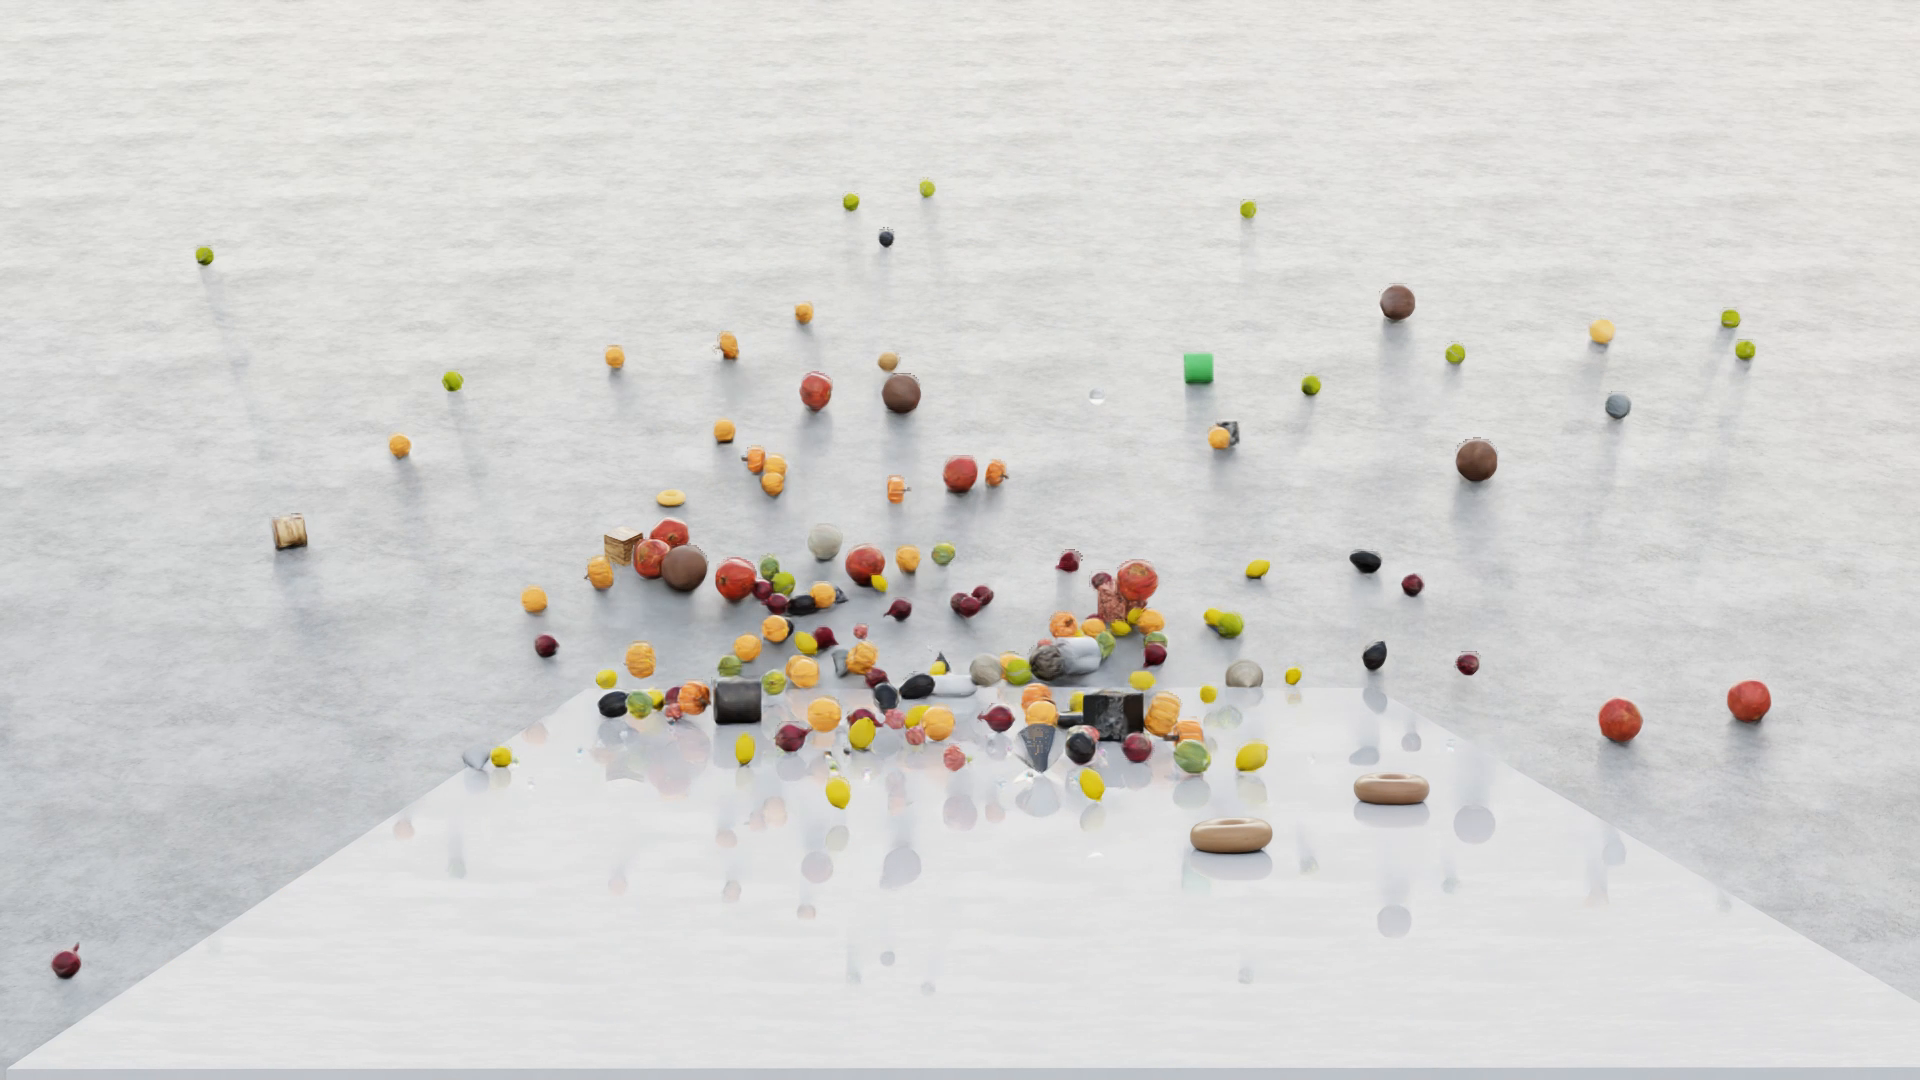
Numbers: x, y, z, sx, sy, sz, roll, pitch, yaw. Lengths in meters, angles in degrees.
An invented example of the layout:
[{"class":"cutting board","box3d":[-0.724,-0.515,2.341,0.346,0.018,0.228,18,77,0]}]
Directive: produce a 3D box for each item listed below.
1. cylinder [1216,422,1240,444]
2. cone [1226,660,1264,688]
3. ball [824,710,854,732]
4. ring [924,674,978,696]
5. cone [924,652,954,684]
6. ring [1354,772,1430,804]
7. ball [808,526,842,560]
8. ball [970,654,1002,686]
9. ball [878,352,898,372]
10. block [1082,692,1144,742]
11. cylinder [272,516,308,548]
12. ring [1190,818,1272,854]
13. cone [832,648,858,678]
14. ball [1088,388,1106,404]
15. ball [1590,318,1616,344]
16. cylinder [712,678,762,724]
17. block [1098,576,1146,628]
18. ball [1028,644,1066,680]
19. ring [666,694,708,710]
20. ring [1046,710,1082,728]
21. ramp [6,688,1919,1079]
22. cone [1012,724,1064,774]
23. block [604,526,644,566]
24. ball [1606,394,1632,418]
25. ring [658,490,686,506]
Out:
[{"class":"cylinder","box3d":[0.859,-0.344,8.273,0.072,0.072,0.072,-2,5,0]},{"class":"cone","box3d":[0.732,0.364,6.584,0.098,0.098,0.098,2,5,4]},{"class":"ball","box3d":[-0.262,0.400,5.564,0.066,0.066,0.066,0,24,0]},{"class":"ring","box3d":[-0.022,0.360,6.391,0.134,0.045,0.134,0,3,0]},{"class":"cone","box3d":[-0.050,0.332,6.761,0.089,0.089,0.089,0,24,0]},{"class":"ring","box3d":[0.748,0.430,4.462,0.131,0.044,0.131,-1,3,0]},{"class":"ball","box3d":[-0.392,0.006,7.478,0.100,0.100,0.100,0,24,0]},{"class":"ball","box3d":[0.065,0.322,6.364,0.082,0.082,0.082,0,24,0]},{"class":"ball","box3d":[-0.248,-0.618,8.912,0.072,0.072,0.072,0,24,0]},{"class":"block","box3d":[0.321,0.370,5.399,0.094,0.094,0.094,1,2,32]},{"class":"cylinder","box3d":[-1.969,-0.024,7.561,0.087,0.087,0.087,-9,26,-20]},{"class":"ring","box3d":[0.414,0.450,3.928,0.127,0.042,0.127,-4,1,0]},{"class":"cone","box3d":[-0.312,0.340,6.813,0.074,0.074,0.074,6,51,13]},{"class":"ball","box3d":[0.459,-0.482,8.622,0.060,0.060,0.060,0,24,0]},{"class":"ball","box3d":[2.289,-0.745,9.176,0.089,0.089,0.089,0,24,0]},{"class":"cylinder","box3d":[-0.495,0.356,5.722,0.099,0.099,0.099,-1,24,-10]},{"class":"block","box3d":[0.448,0.170,7.115,0.096,0.096,0.096,19,31,37]},{"class":"ball","box3d":[0.227,0.320,6.718,0.095,0.095,0.095,0,24,0]},{"class":"ring","box3d":[-0.641,0.379,6.036,0.098,0.033,0.098,-3,2,0]},{"class":"ring","box3d":[0.233,0.393,5.647,0.094,0.031,0.094,-2,2,0]},{"class":"ramp","box3d":[0.055,0.499,4.546,2.000,0.100,4.000,0,2,0]},{"class":"cone","box3d":[0.151,0.415,4.862,0.100,0.100,0.100,-1,29,-1]},{"class":"block","box3d":[-0.976,0.017,7.479,0.080,0.080,0.080,18,30,35]},{"class":"ball","box3d":[2.174,-0.443,8.502,0.085,0.085,0.085,0,24,0]},{"class":"ring","box3d":[-0.881,-0.129,7.867,0.088,0.029,0.088,0,23,0]}]
